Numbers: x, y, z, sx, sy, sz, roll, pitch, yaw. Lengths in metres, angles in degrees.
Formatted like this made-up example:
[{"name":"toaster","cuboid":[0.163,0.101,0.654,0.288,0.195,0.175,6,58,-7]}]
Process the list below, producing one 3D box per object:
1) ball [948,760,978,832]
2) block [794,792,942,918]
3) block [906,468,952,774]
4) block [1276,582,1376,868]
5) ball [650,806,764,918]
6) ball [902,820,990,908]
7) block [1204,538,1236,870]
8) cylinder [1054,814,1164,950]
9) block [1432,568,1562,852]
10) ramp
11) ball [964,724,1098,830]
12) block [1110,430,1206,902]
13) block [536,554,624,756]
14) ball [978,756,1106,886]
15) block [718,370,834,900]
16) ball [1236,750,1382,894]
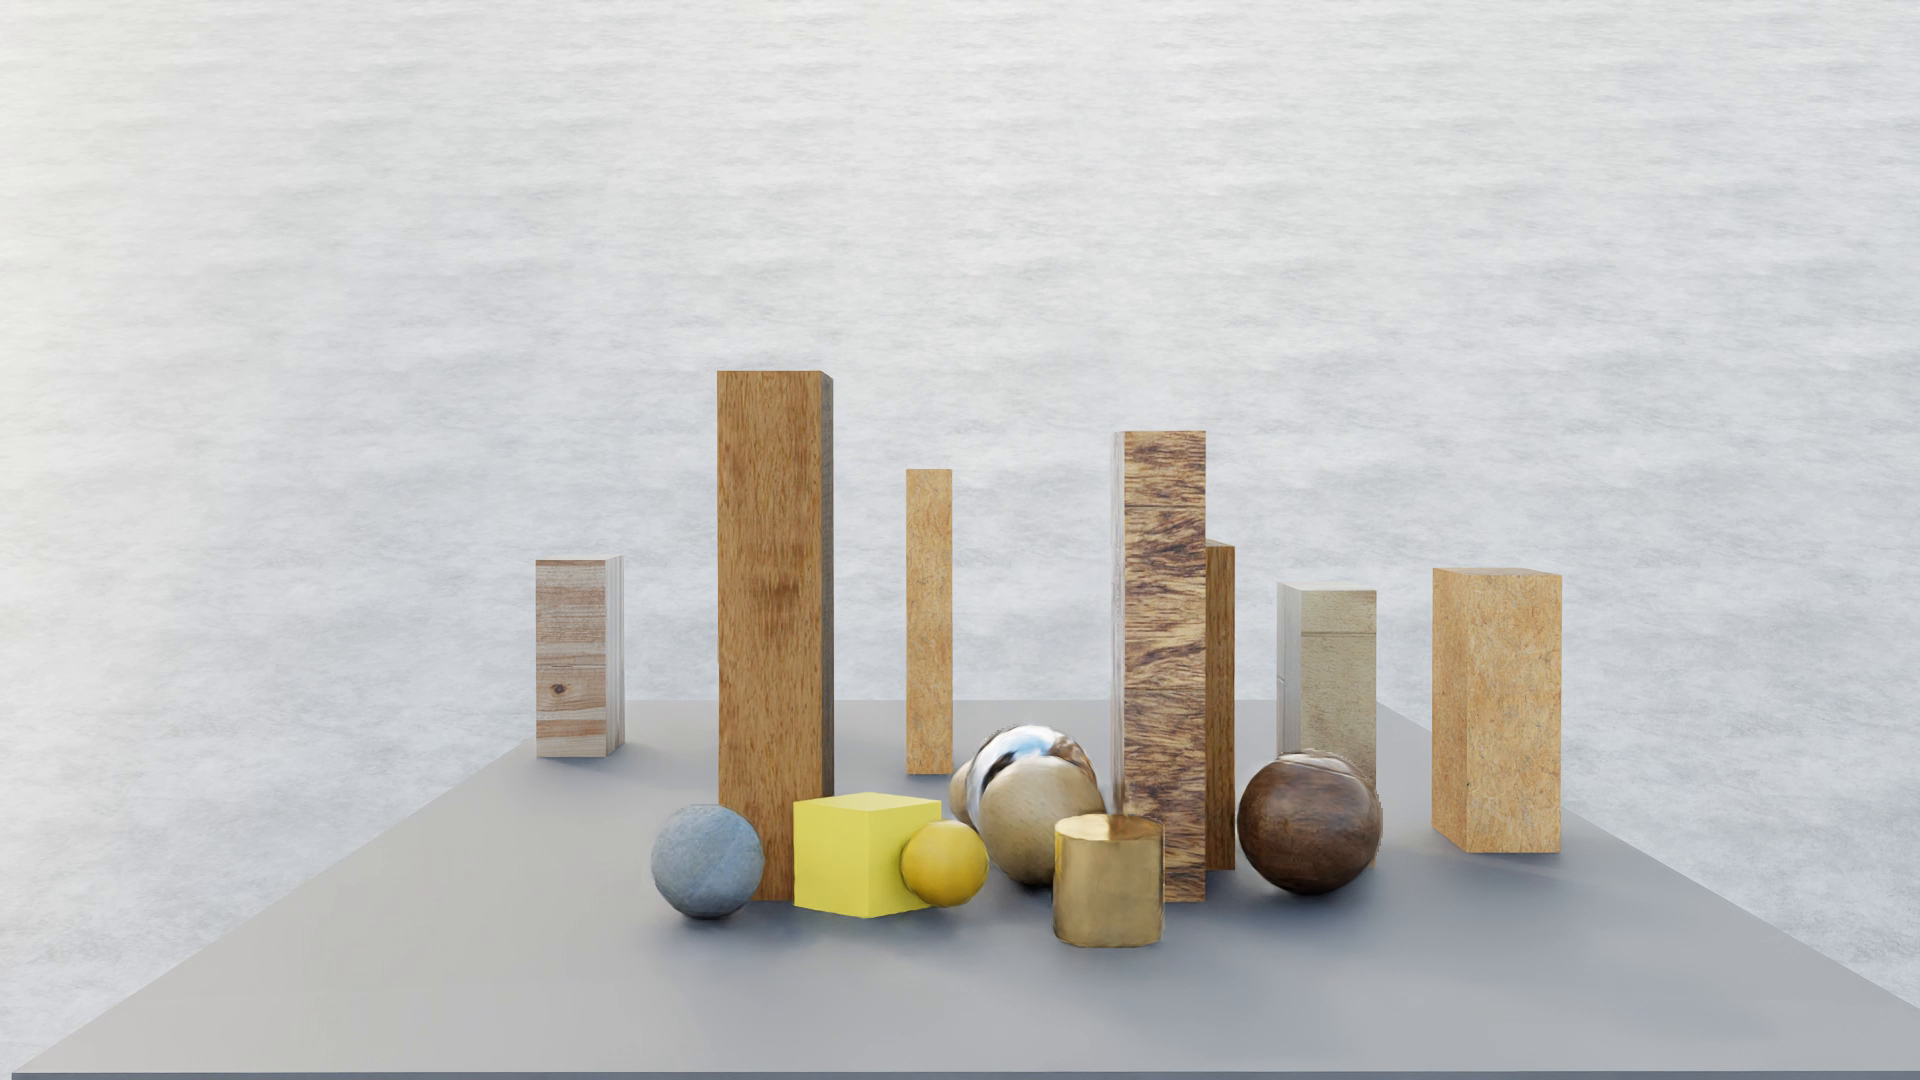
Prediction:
[{"name":"ball","cuboid":[0.043,0.416,4.197,0.124,0.124,0.124,0,25,0]},{"name":"block","cuboid":[-0.125,0.427,3.514,0.142,0.142,0.142,2,2,43]},{"name":"block","cuboid":[-0.060,0.155,5.117,0.089,0.590,0.260,0,2,0]},{"name":"block","cuboid":[0.563,0.277,3.983,0.113,0.413,0.290,0,2,0]},{"name":"ball","cuboid":[-0.334,0.427,3.417,0.150,0.150,0.150,0,25,0]},{"name":"ball","cuboid":[-0.020,0.431,3.436,0.117,0.117,0.117,0,25,0]},{"name":"block","cuboid":[0.343,0.243,4.002,0.126,0.480,0.386,0,2,0]},{"name":"cylinder","cuboid":[0.187,0.430,3.258,0.138,0.138,0.138,0,8,0]},{"name":"block","cuboid":[0.856,0.265,4.128,0.145,0.429,0.295,0,2,0]},{"name":"ramp","cuboid":[0.057,0.517,4.557,2.000,0.100,4.000,0,2,0]},{"name":"ball","cuboid":[0.109,0.384,3.930,0.204,0.204,0.204,0,25,0]},{"name":"block","cuboid":[0.281,0.169,3.695,0.111,0.647,0.320,0,2,0]},{"name":"block","cuboid":[-0.798,0.238,5.437,0.143,0.405,0.303,0,2,0]},{"name":"ball","cuboid":[0.117,0.401,3.680,0.185,0.185,0.185,0,25,0]},{"name":"block","cuboid":[-0.262,0.127,3.721,0.142,0.730,0.357,0,2,0]},{"name":"ball","cuboid":[0.488,0.395,3.605,0.200,0.200,0.200,0,25,0]}]
